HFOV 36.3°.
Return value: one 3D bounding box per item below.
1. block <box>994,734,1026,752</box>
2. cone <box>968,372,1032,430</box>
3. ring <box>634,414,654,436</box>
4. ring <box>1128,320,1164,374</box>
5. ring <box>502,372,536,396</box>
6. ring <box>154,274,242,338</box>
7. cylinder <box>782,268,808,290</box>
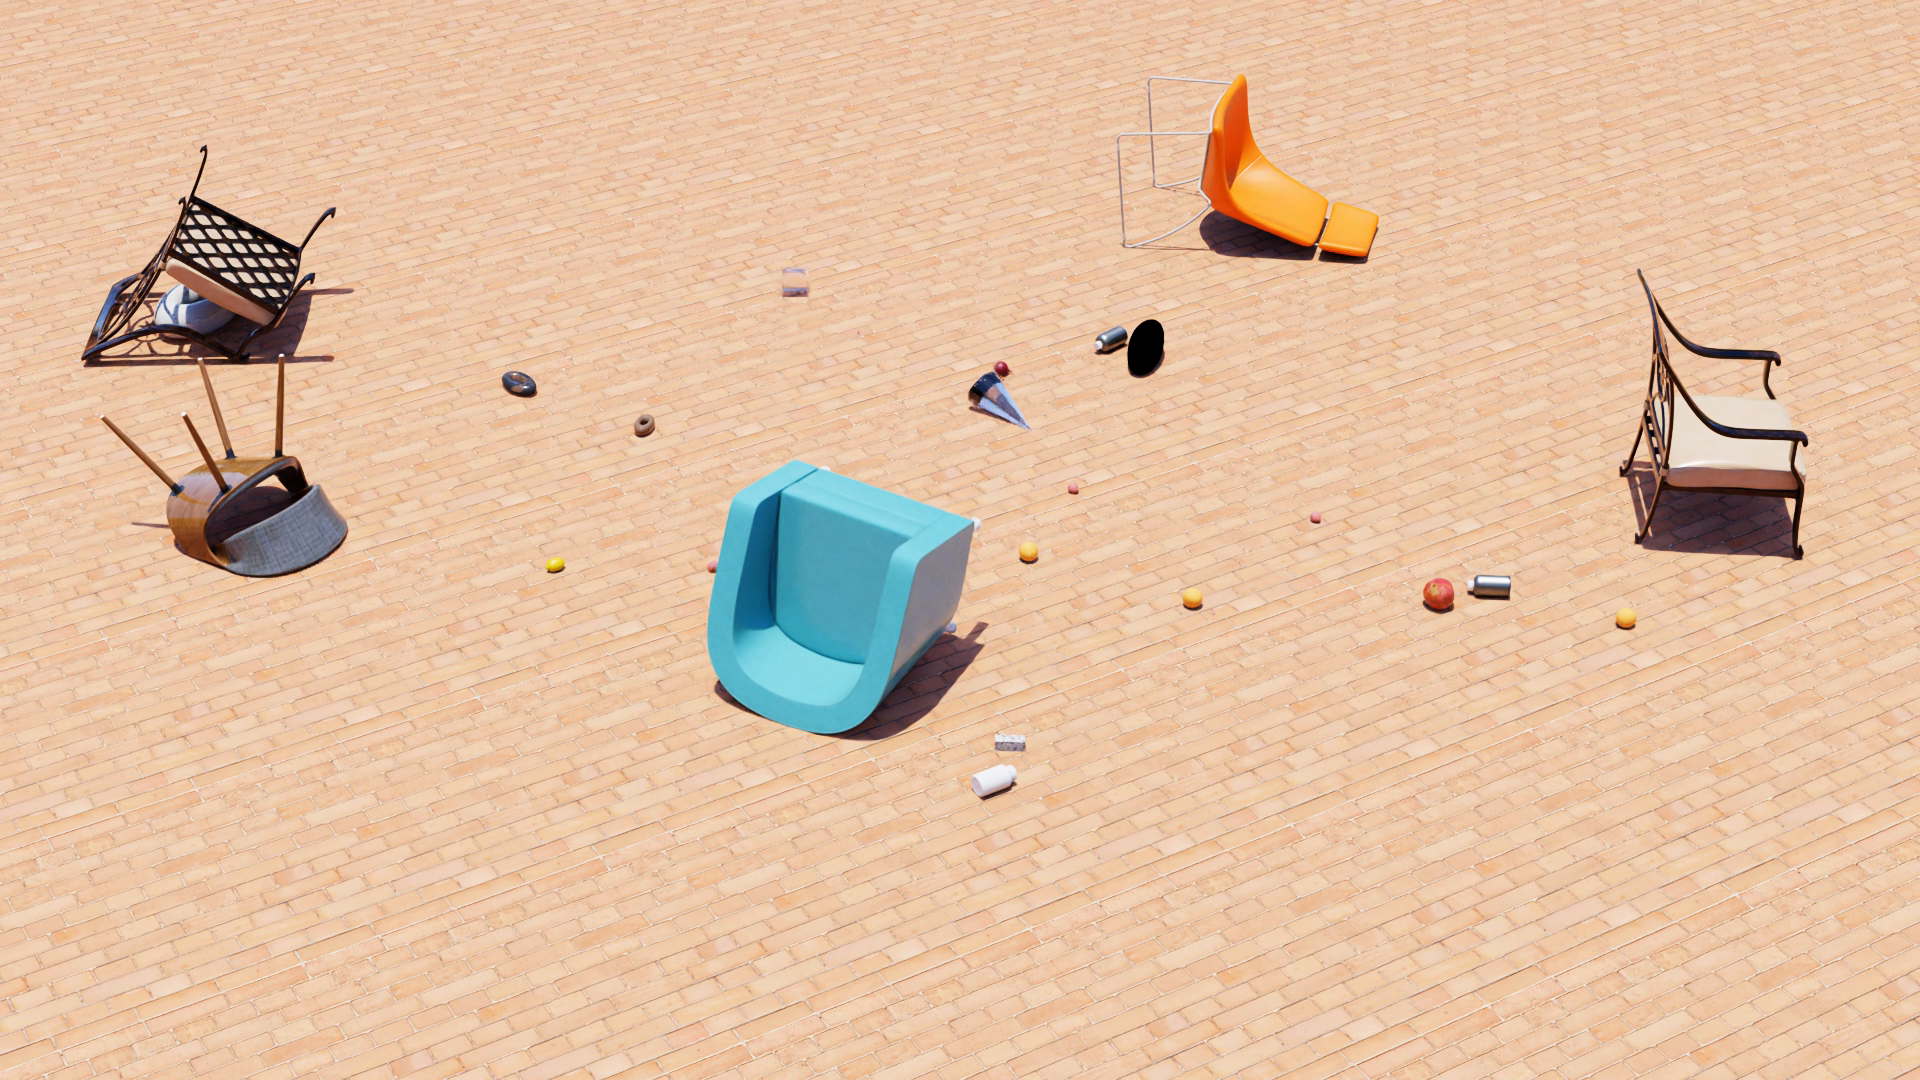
[{"bbox_3d":[0.169,0.684,9.869,0.101,0.041,0.037,2,33,3],"label":"block"},{"bbox_3d":[0.189,-0.521,11.669,0.162,0.148,0.299,-39,61,-15],"label":"cone"},{"bbox_3d":[-1.248,-0.455,11.597,0.078,0.043,0.133,8,33,9],"label":"ring"},{"bbox_3d":[0.762,-0.793,12.030,0.139,0.134,0.310,11,36,12],"label":"ring"},{"bbox_3d":[-1.784,-0.633,11.861,0.110,0.050,0.184,-29,44,-35],"label":"ring"},{"bbox_3d":[-3.194,-0.981,12.305,0.296,0.144,0.447,15,35,23],"label":"ring"},{"bbox_3d":[-0.707,-1.113,12.536,0.110,0.089,0.134,-1,-2,-1],"label":"cylinder"}]
